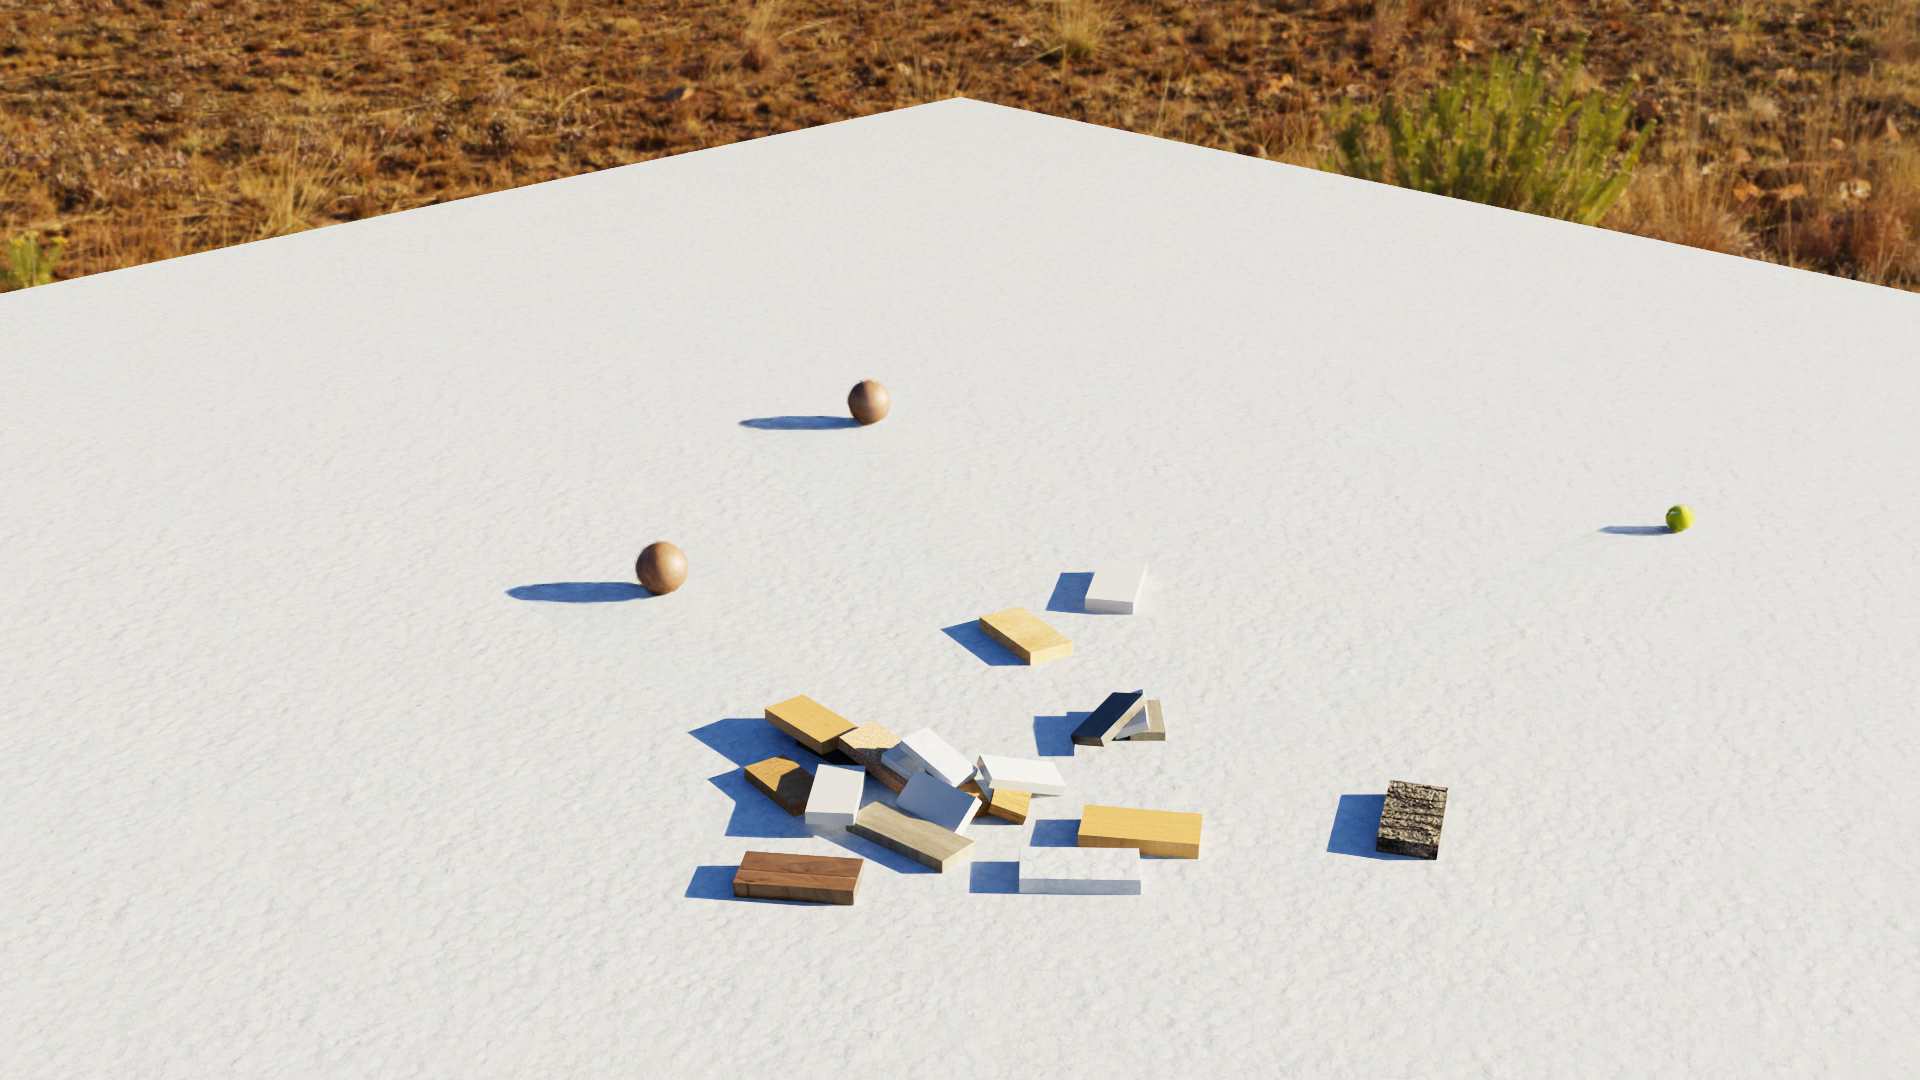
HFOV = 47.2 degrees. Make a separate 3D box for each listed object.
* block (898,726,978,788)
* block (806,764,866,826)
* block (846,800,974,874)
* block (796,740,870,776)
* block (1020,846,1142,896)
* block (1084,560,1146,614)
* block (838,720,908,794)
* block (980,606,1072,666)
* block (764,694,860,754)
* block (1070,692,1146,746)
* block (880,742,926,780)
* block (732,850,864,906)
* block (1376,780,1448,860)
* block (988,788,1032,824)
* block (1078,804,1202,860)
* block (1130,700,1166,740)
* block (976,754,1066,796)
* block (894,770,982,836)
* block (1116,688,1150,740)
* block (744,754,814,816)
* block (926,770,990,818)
[{"bbox_3d":[-0.044,0.447,4.506,0.153,0.022,0.076,37,40,28],"label":"block"},{"bbox_3d":[-0.250,0.514,4.443,0.097,0.028,0.194,2,23,4],"label":"block"},{"bbox_3d":[-0.099,0.585,4.347,0.254,0.028,0.097,18,29,36],"label":"block"},{"bbox_3d":[-0.242,0.442,4.682,0.103,0.029,0.205,-21,31,-40],"label":"block"},{"bbox_3d":[0.229,0.635,4.223,0.231,0.033,0.116,1,23,2],"label":"block"},{"bbox_3d":[0.387,0.116,5.445,0.118,0.034,0.237,5,23,11],"label":"block"},{"bbox_3d":[-0.147,0.458,4.587,0.205,0.029,0.103,33,38,32],"label":"block"},{"bbox_3d":[0.154,0.225,5.189,0.116,0.033,0.231,-13,26,-28],"label":"block"},{"bbox_3d":[-0.317,0.395,4.719,0.103,0.029,0.205,-18,29,-36],"label":"block"},{"bbox_3d":[0.321,0.386,4.747,0.085,0.024,0.171,0,30,42],"label":"block"},{"bbox_3d":[-0.080,0.473,4.532,0.153,0.022,0.076,32,38,23],"label":"block"},{"bbox_3d":[-0.307,0.645,4.199,0.231,0.033,0.116,3,23,7],"label":"block"},{"bbox_3d":[0.906,0.558,4.402,0.118,0.034,0.237,6,24,15],"label":"block"},{"bbox_3d":[0.105,0.521,4.476,0.076,0.021,0.151,20,24,-1],"label":"block"},{"bbox_3d":[0.358,0.577,4.357,0.237,0.034,0.118,4,23,8],"label":"block"},{"bbox_3d":[0.405,0.394,4.805,0.076,0.021,0.151,0,23,0],"label":"block"},{"bbox_3d":[0.126,0.483,4.517,0.169,0.024,0.085,9,26,-24],"label":"block"},{"bbox_3d":[-0.045,0.529,4.420,0.169,0.024,0.085,20,71,39],"label":"block"},{"bbox_3d":[0.369,0.378,4.783,0.076,0.021,0.151,-18,22,9],"label":"block"},{"bbox_3d":[-0.353,0.505,4.535,0.097,0.028,0.194,-16,28,-33],"label":"block"},{"bbox_3d":[-0.002,0.506,4.477,0.076,0.022,0.153,-7,40,-29],"label":"block"}]
